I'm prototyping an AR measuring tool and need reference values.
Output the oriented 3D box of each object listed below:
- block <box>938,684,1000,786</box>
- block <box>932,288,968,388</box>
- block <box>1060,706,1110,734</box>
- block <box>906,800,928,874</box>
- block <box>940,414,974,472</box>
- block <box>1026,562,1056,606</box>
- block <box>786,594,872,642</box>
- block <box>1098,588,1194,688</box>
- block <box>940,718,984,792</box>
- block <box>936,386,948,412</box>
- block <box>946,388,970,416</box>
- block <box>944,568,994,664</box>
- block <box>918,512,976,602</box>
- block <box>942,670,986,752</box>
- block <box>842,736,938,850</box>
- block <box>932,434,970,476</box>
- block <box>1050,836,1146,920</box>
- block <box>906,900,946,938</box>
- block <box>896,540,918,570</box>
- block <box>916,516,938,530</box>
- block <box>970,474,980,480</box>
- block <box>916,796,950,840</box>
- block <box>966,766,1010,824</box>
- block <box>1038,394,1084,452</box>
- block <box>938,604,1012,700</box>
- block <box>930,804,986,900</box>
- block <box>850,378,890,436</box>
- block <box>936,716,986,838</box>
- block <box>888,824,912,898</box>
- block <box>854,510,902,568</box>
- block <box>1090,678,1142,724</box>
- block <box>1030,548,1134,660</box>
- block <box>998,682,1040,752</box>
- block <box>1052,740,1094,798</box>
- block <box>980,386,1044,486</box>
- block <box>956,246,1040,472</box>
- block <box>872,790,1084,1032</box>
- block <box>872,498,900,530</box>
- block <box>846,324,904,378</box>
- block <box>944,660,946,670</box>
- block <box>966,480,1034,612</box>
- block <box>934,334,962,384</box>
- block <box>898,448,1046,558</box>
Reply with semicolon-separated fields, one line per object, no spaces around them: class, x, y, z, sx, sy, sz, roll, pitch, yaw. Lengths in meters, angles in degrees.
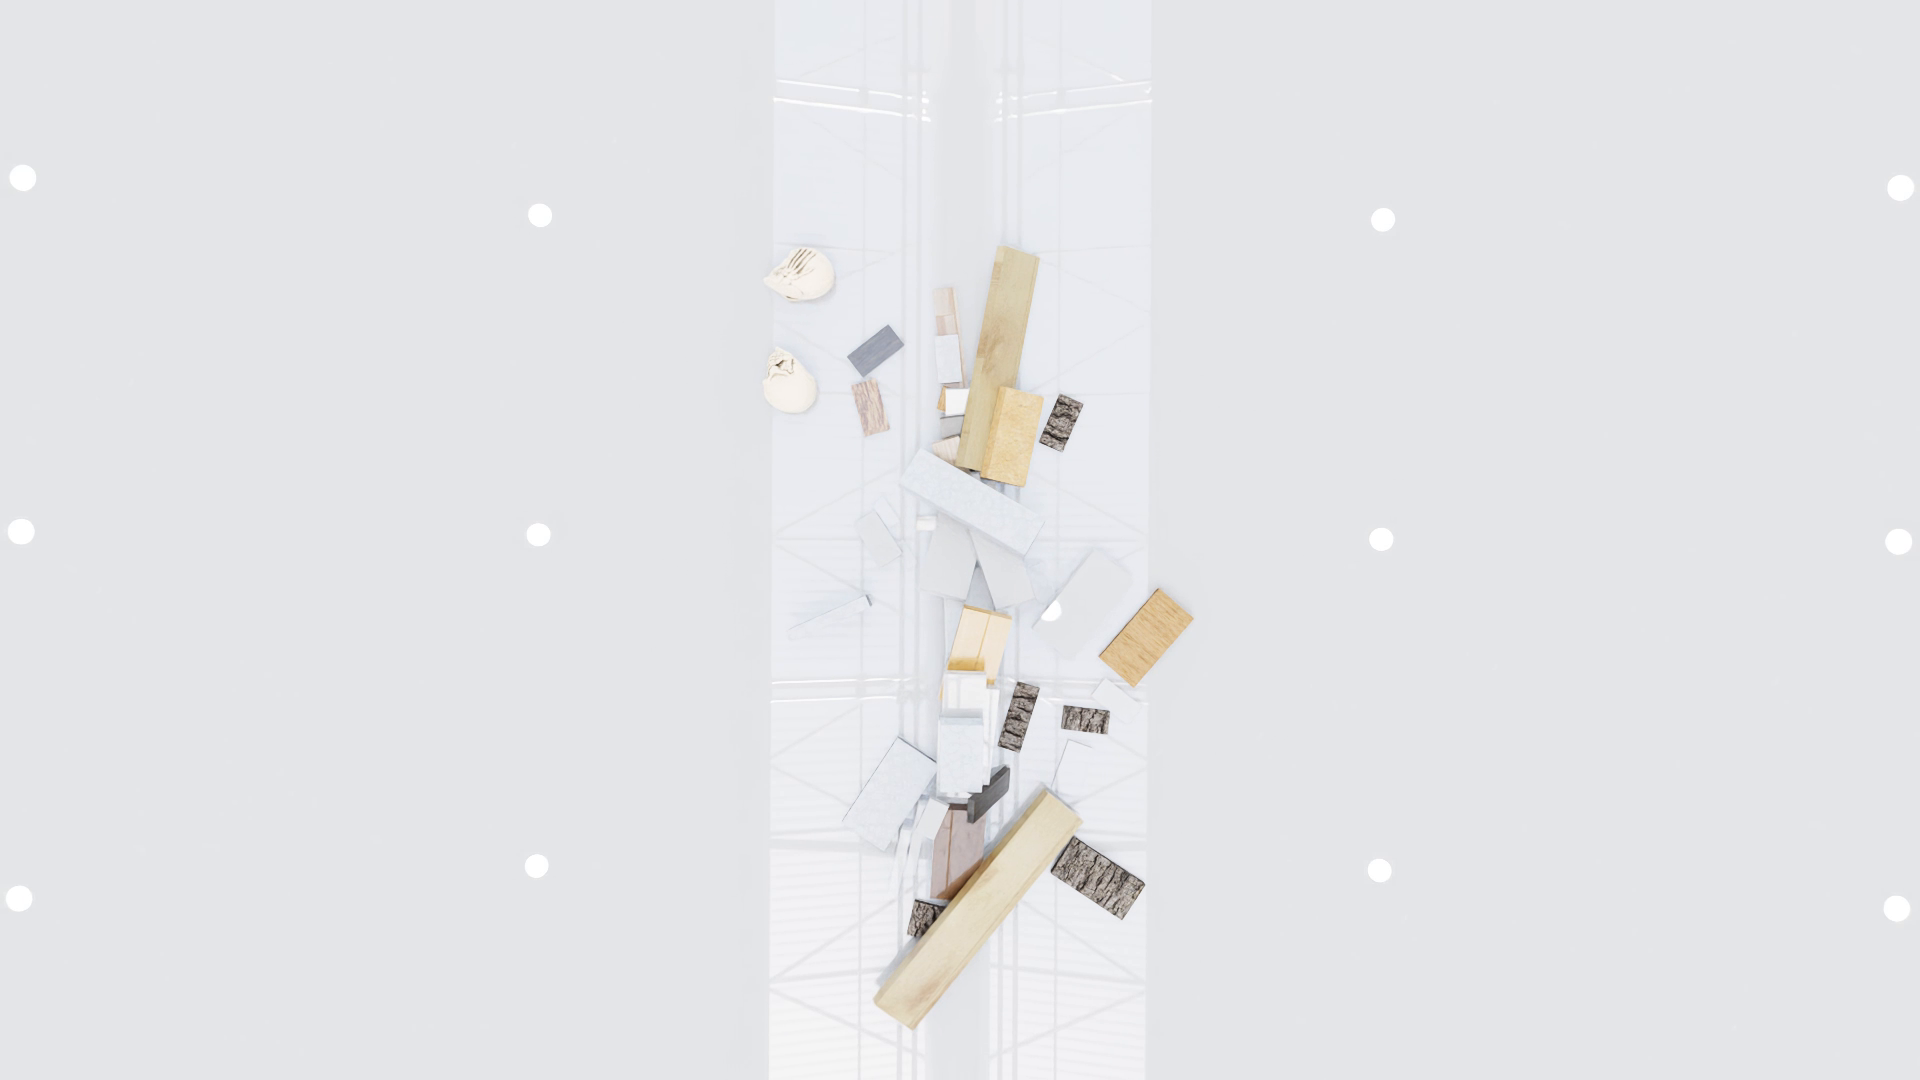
block;0.028;0.622;5.314;0.164;0.047;0.329;5;105;-2
block;-0.030;-0.650;5.489;0.078;0.022;0.372;-7;90;0
block;0.418;0.599;5.489;0.156;0.022;0.078;7;90;0
block;-0.141;0.979;5.443;0.032;0.114;0.228;11;90;0
block;-0.008;-0.317;5.458;0.095;0.027;0.189;-7;108;0
block;0.270;0.146;5.491;0.067;0.019;0.133;-21;90;0
block;-0.429;0.257;5.429;0.284;0.142;0.040;-24;90;0
block;0.617;0.325;5.478;0.152;0.043;0.304;41;90;0
block;0.005;0.685;5.246;0.134;0.038;0.268;1;121;-1
block;0.009;-0.452;5.470;0.157;0.022;0.078;15;105;-7
block;0.000;-0.408;5.457;0.095;0.027;0.189;-1;108;-2
block;0.030;0.247;5.410;0.160;0.045;0.320;-1;66;-3
block;-0.020;0.033;5.430;0.160;0.045;0.320;15;72;0
block;0.011;0.549;5.251;0.134;0.038;0.268;2;105;-1
block;-0.229;0.841;5.476;0.169;0.048;0.338;33;90;0
block;-0.022;-0.244;5.453;0.095;0.027;0.189;-17;108;3
block;0.458;1.124;5.480;0.284;0.040;0.142;33;90;0
block;-0.053;1.281;5.484;0.228;0.032;0.114;14;90;0
block;-0.185;0.051;5.493;0.048;0.014;0.096;-32;90;0
block;-0.096;-0.057;5.493;0.096;0.014;0.048;-2;89;0
block;0.046;-0.149;5.418;0.067;0.019;0.133;-13;74;-9
block;-0.089;0.903;5.352;0.067;0.019;0.133;25;110;4
block;0.094;0.830;5.374;0.024;0.253;0.085;14;114;25
block;0.337;-0.389;5.488;0.088;0.025;0.175;24;90;0
block;0.048;0.379;5.298;0.160;0.045;0.320;14;104;-5
block;-0.007;1.027;5.425;0.164;0.047;0.329;4;108;-2
block;-0.298;-0.440;5.488;0.088;0.025;0.176;-16;90;0
block;0.006;0.775;5.404;0.164;0.047;0.409;1;105;-1
block;-0.198;1.059;5.443;0.032;0.114;0.228;12;90;0
block;-0.272;-0.003;5.479;0.086;0.024;0.171;-33;84;0
block;0.521;0.536;5.489;0.156;0.022;0.078;38;90;0
block;0.405;0.213;5.466;0.169;0.048;0.338;38;90;-7
block;0.195;0.589;5.489;0.078;0.022;0.225;17;90;0
block;0.373;0.760;5.488;0.086;0.024;0.171;20;90;0
block;0.173;-0.340;5.442;0.152;0.043;0.304;12;90;-32
block;0.125;-0.589;5.436;0.152;0.043;0.733;11;90;-38
block;0.060;1.215;5.418;0.169;0.048;0.887;40;88;-21
block;-0.246;-0.089;5.493;0.048;0.014;0.096;-36;90;0
block;-0.280;-0.628;5.488;0.175;0.025;0.088;-38;90;0
block;0.009;0.466;5.441;0.125;0.035;0.249;3;86;-1
block;0.114;0.020;5.401;0.134;0.038;0.417;-16;75;-9
block;-0.039;-0.599;5.467;0.078;0.022;0.157;-5;90;0
block;0.039;-0.121;5.377;0.474;0.040;0.142;30;73;5
